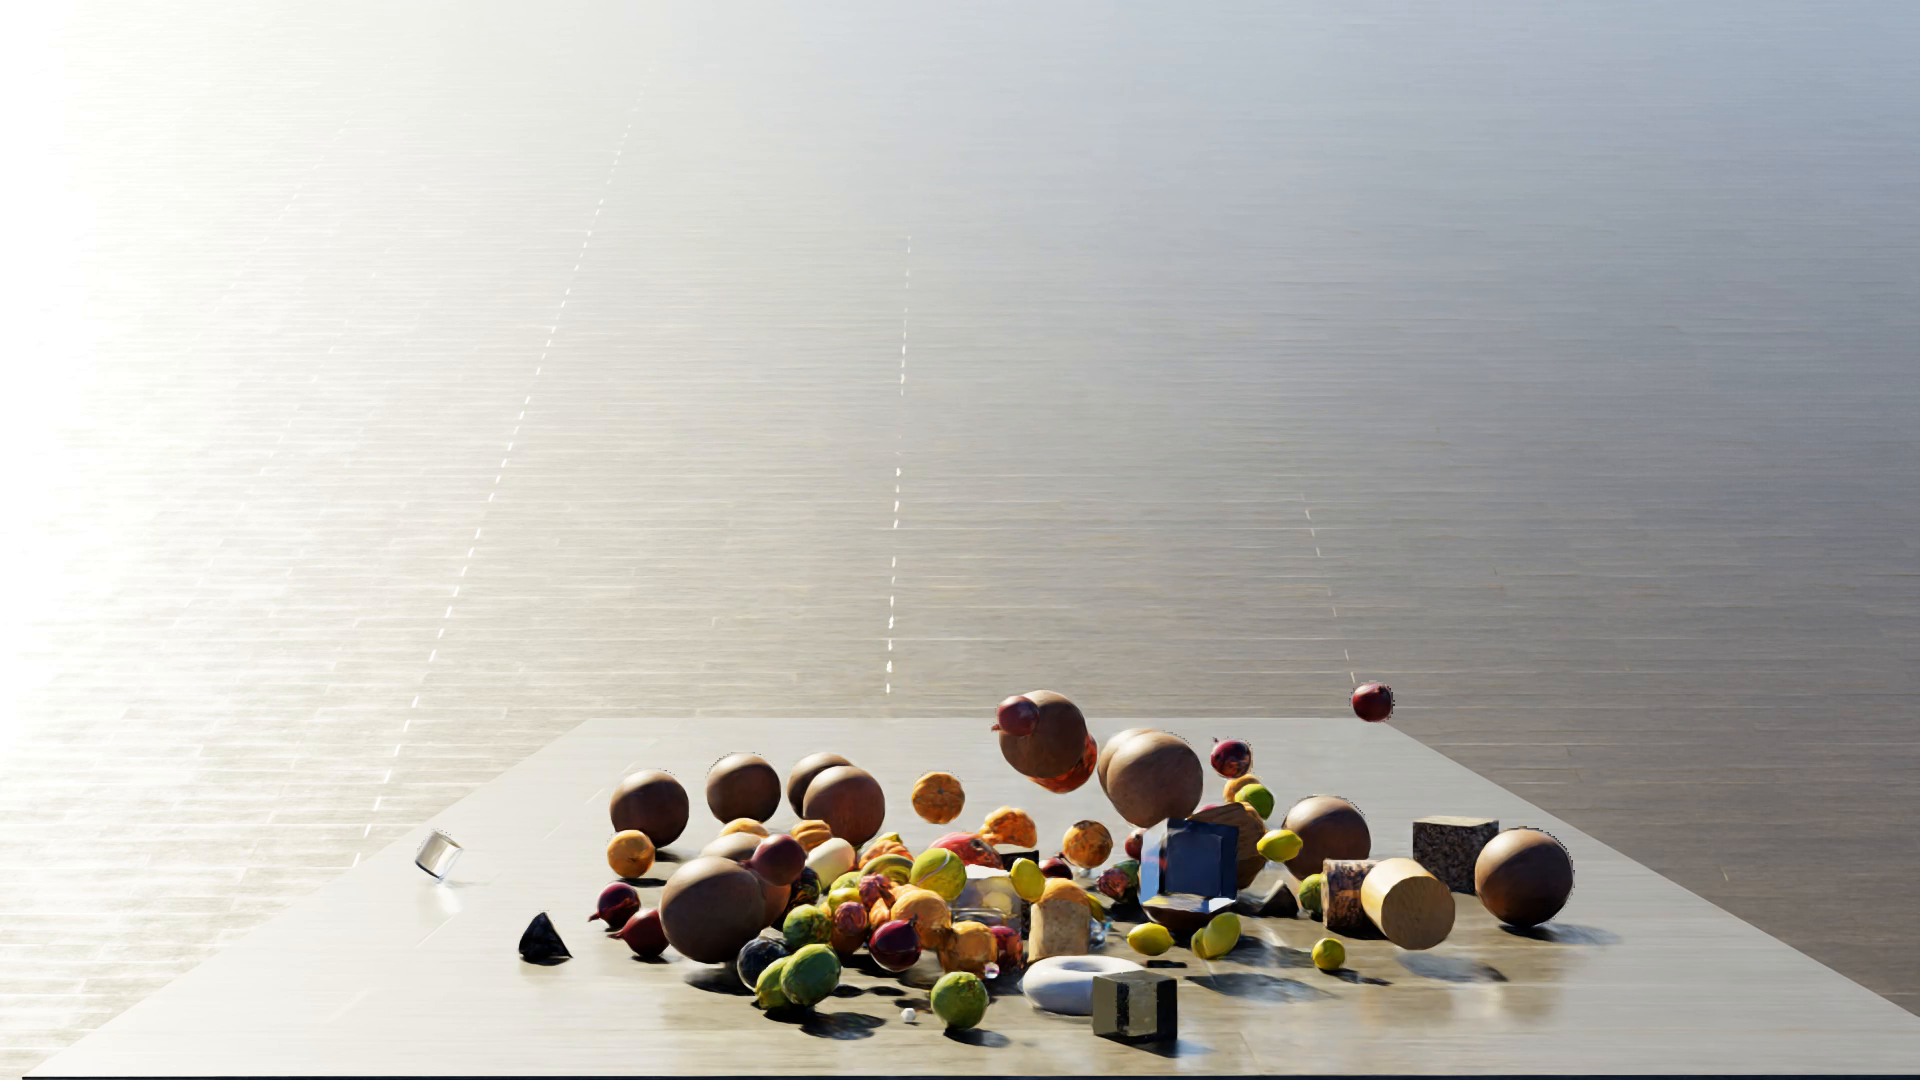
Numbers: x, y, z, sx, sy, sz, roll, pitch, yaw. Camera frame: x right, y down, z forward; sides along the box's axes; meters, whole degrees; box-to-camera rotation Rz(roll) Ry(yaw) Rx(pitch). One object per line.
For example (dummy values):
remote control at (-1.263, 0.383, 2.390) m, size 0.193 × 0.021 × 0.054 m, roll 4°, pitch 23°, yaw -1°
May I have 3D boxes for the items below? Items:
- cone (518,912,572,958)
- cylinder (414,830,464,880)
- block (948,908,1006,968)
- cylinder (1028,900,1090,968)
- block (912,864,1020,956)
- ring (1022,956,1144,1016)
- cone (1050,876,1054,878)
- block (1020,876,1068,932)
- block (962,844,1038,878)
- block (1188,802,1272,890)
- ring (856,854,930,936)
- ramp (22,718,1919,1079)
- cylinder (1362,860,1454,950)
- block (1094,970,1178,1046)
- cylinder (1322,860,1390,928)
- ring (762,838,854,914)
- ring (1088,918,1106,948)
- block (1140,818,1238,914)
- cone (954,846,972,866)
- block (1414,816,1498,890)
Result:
cone at (-0.511, 0.508, 3.233) m, size 0.061 × 0.061 × 0.061 m, roll 28°, pitch 34°, yaw 14°
cylinder at (-0.781, 0.472, 3.865) m, size 0.054 × 0.054 × 0.054 m, roll 33°, pitch -3°, yaw 2°
block at (0.020, 0.491, 3.189) m, size 0.063 × 0.063 × 0.063 m, roll 0°, pitch 1°, yaw -10°
cylinder at (0.119, 0.476, 3.087) m, size 0.071 × 0.071 × 0.071 m, roll 3°, pitch 62°, yaw 5°
block at (0.008, 0.472, 3.286) m, size 0.097 × 0.097 × 0.097 m, roll 0°, pitch 1°, yaw -37°
ring at (0.145, 0.504, 2.921) m, size 0.148 × 0.049 × 0.148 m, roll 1°, pitch 2°, yaw 0°
cone at (0.136, 0.501, 3.494) m, size 0.067 × 0.067 × 0.067 m, roll 30°, pitch 38°, yaw 26°
block at (0.100, 0.484, 3.429) m, size 0.064 × 0.064 × 0.064 m, roll -1°, pitch -3°, yaw -36°
block at (0.056, 0.474, 3.627) m, size 0.079 × 0.079 × 0.079 m, roll -1°, pitch 1°, yaw -30°
block at (0.370, 0.443, 3.669) m, size 0.090 × 0.090 × 0.090 m, roll -11°, pitch 54°, yaw -31°
ring at (-0.084, 0.446, 3.246) m, size 0.103 × 0.103 × 0.034 m, roll -21°, pitch -5°, yaw -35°
ramp at (0.060, 0.544, 4.580) m, size 2.000 × 0.100 × 4.000 m, roll 0°, pitch 1°, yaw 0°
cylinder at (0.558, 0.453, 3.216) m, size 0.095 × 0.095 × 0.095 m, roll -1°, pitch 3°, yaw -2°
block at (0.188, 0.499, 2.759) m, size 0.064 × 0.064 × 0.064 m, roll -1°, pitch 1°, yaw -33°
cylinder at (0.533, 0.472, 3.446) m, size 0.090 × 0.090 × 0.090 m, roll 0°, pitch 27°, yaw 2°
ring at (-0.209, 0.464, 3.557) m, size 0.146 × 0.049 × 0.146 m, roll -35°, pitch -1°, yaw -1°
ring at (0.151, 0.496, 3.306) m, size 0.077 × 0.026 × 0.077 m, roll 25°, pitch 13°, yaw -6°
block at (0.279, 0.398, 3.150) m, size 0.091 × 0.091 × 0.091 m, roll 9°, pitch -21°, yaw -14°
cone at (0.011, 0.497, 3.878) m, size 0.054 × 0.054 × 0.054 m, roll 5°, pitch 29°, yaw 9°
block at (0.735, 0.462, 3.823) m, size 0.094 × 0.094 × 0.094 m, roll 1°, pitch 1°, yaw 36°
